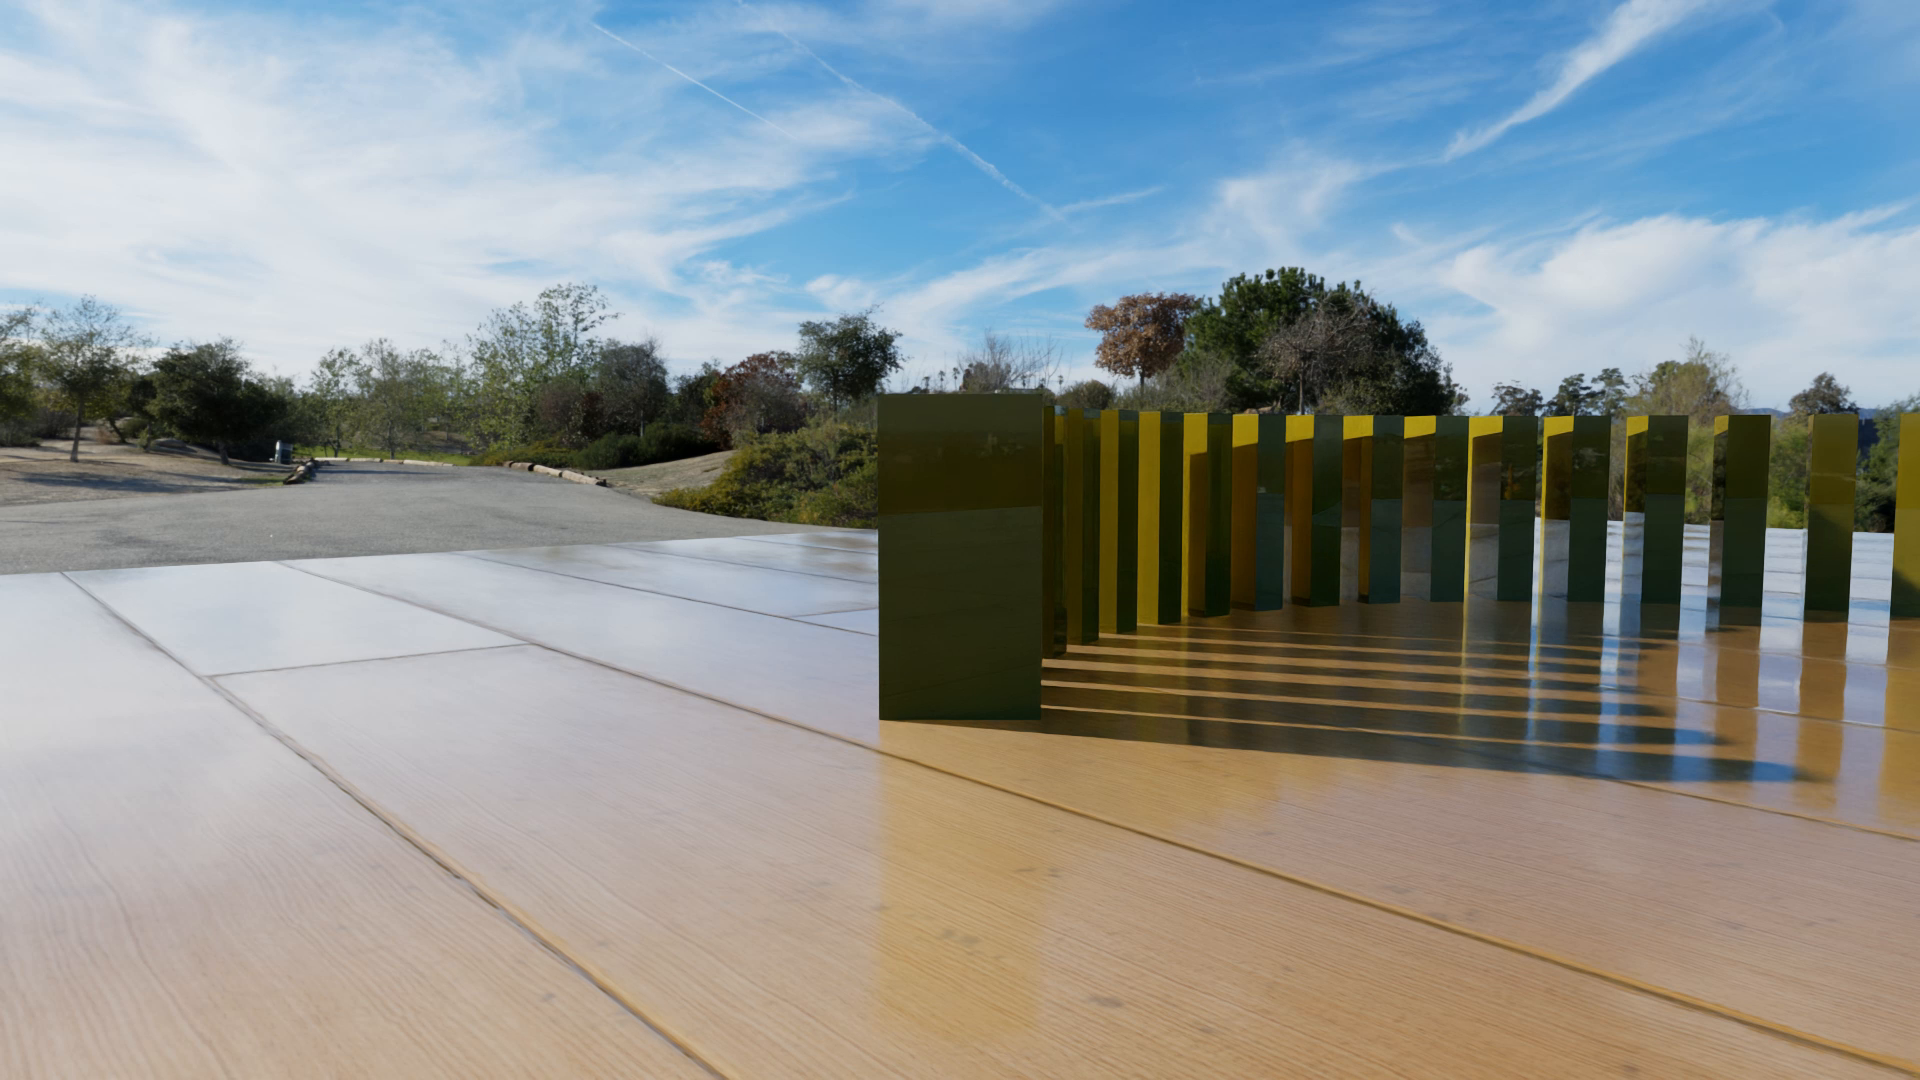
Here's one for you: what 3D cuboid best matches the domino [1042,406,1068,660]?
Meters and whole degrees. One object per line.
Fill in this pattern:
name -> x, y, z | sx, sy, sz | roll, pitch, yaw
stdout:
domino -> 0.008, -0.002, 0.260 | 0.025, 0.050, 0.009 | 2, 5, 21

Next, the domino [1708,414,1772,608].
domino -> 0.209, -0.008, 0.345 | 0.009, 0.050, 0.025 | 2, 5, 23

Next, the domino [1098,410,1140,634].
domino -> 0.028, -0.005, 0.296 | 0.025, 0.050, 0.009 | 3, 5, 36

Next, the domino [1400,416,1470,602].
domino -> 0.130, -0.009, 0.356 | 0.009, 0.050, 0.025 | -1, 4, -7

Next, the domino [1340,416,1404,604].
domino -> 0.110, -0.009, 0.352 | 0.009, 0.050, 0.025 | -1, 4, -15

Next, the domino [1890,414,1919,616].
domino -> 0.244, -0.007, 0.324 | 0.010, 0.050, 0.025 | 4, 6, 42

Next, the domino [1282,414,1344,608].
domino -> 0.091, -0.008, 0.346 | 0.009, 0.050, 0.025 | -2, 5, -23

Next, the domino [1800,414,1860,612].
domino -> 0.227, -0.008, 0.336 | 0.010, 0.050, 0.025 | 3, 5, 31

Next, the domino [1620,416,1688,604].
domino -> 0.190, -0.009, 0.352 | 0.009, 0.050, 0.025 | 1, 4, 16

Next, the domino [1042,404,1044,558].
domino -> 0.003, -0.001, 0.241 | 0.025, 0.050, 0.009 | 1, 4, 11

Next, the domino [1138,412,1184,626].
domino -> 0.041, -0.006, 0.312 | 0.025, 0.050, 0.010 | 4, 6, 44

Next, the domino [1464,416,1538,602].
domino -> 0.150, -0.009, 0.358 | 0.009, 0.050, 0.025 | 0, 4, 0

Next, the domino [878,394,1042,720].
domino -> 0.000, 0.002, 0.201 | 0.025, 0.050, 0.010 | 0, 4, 0

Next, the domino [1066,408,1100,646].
domino -> 0.017, -0.003, 0.279 | 0.025, 0.050, 0.010 | 2, 5, 28

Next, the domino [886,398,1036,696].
domino -> 0.000, 0.001, 0.221 | 0.025, 0.050, 0.010 | 0, 4, 3

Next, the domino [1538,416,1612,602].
domino -> 0.170, -0.009, 0.356 | 0.009, 0.050, 0.025 | 1, 4, 8

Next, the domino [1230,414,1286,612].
domino -> 0.073, -0.008, 0.337 | 0.009, 0.050, 0.025 | -3, 5, -30

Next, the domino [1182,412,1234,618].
domino -> 0.056, -0.007, 0.325 | 0.009, 0.050, 0.025 | -3, 5, -38
